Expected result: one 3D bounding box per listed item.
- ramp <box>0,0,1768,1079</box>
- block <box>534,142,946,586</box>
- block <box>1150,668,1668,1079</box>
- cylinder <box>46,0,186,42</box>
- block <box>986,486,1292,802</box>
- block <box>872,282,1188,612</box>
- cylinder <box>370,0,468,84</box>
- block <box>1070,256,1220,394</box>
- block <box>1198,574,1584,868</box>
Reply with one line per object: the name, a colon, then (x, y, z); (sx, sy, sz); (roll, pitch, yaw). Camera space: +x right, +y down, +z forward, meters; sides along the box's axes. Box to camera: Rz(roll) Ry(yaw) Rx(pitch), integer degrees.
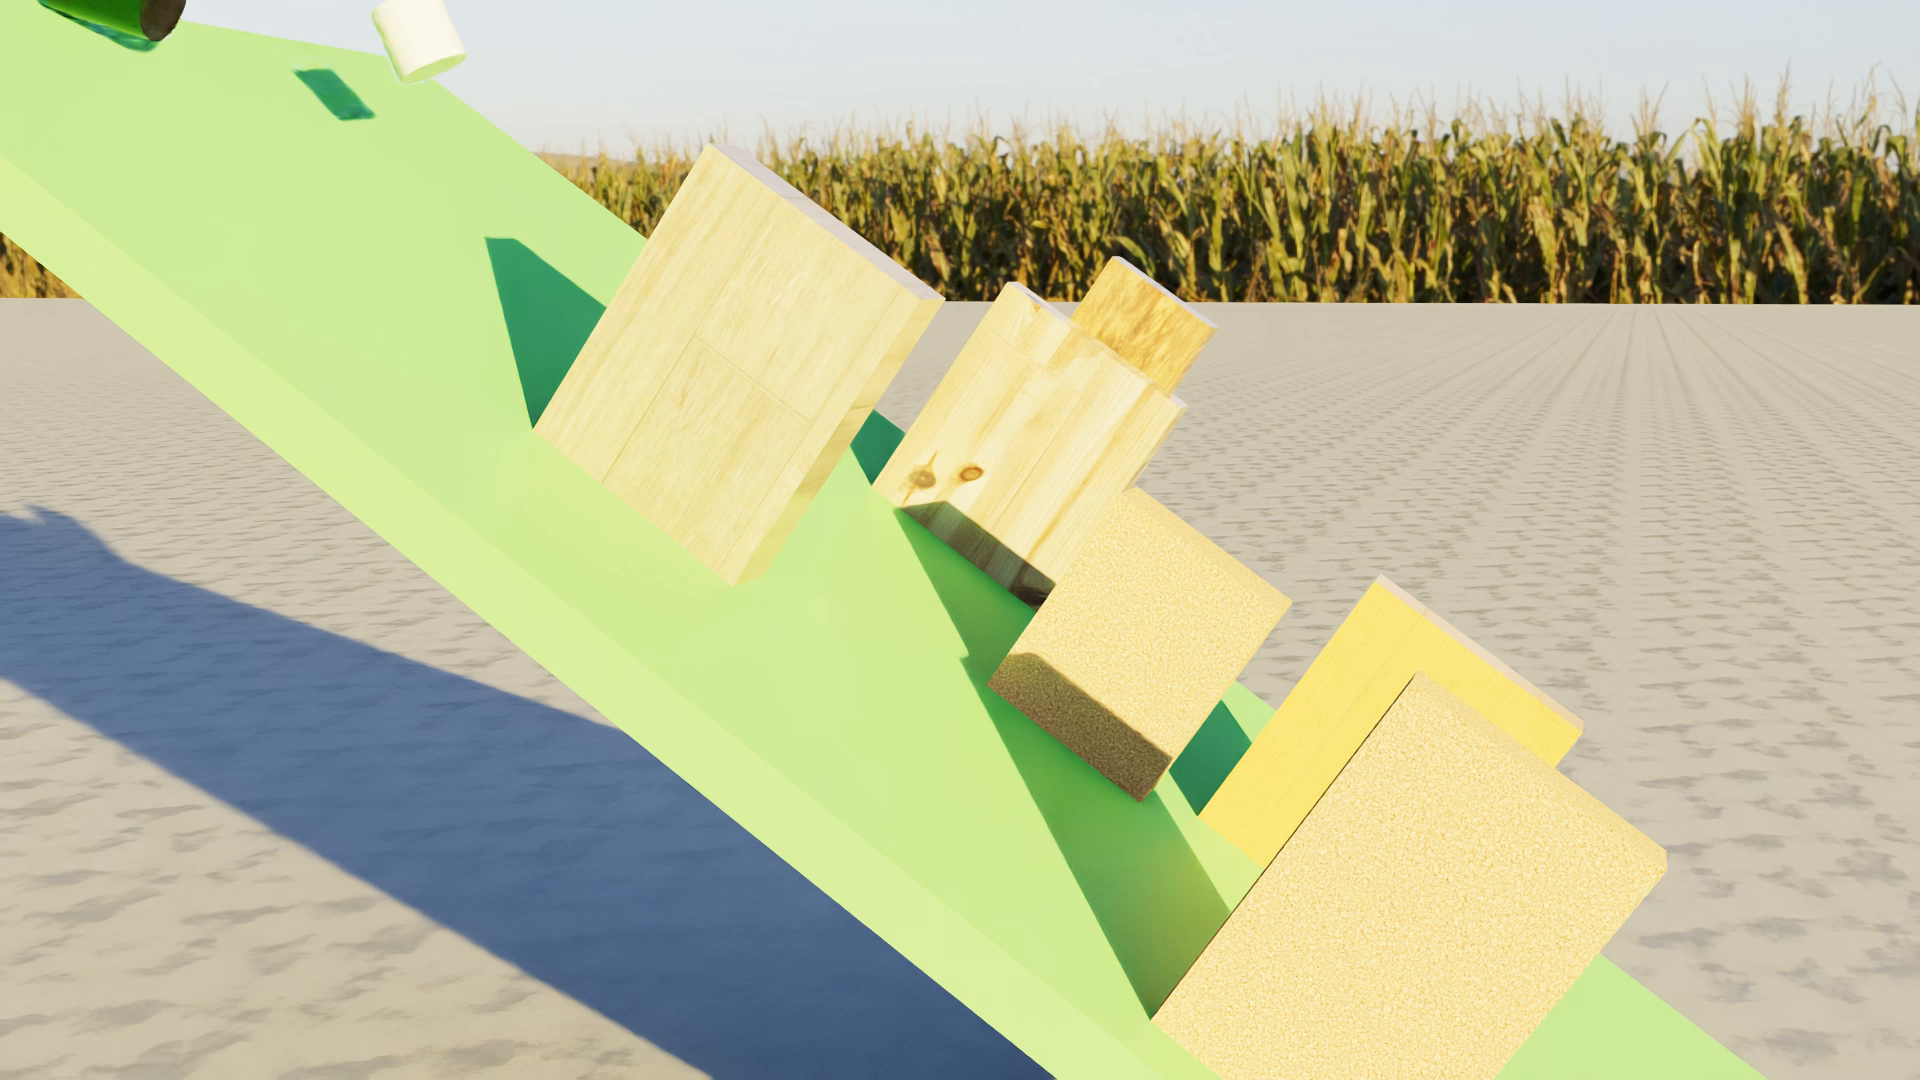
ramp: (-0.097, 0.171, 4.085); (4.000, 0.100, 2.000); (37, 16, 10)
block: (-0.370, -0.289, 3.636); (0.438, 0.572, 0.132); (37, 16, 10)
block: (0.613, 0.551, 3.045); (0.408, 0.617, 0.106); (37, 16, 10)
cylinder: (-1.567, -1.049, 4.089); (0.192, 0.192, 0.192); (18, 8, 2)
block: (0.317, 0.184, 3.904); (0.344, 0.426, 0.134); (37, 16, 10)
block: (0.139, -0.191, 4.499); (0.435, 0.514, 0.085); (37, 16, 10)
cylinder: (-1.041, -0.970, 4.230); (0.138, 0.138, 0.138); (-23, 6, 2)
block: (0.258, -0.266, 4.721); (0.260, 0.646, 0.082); (37, 16, 10)
block: (0.762, 0.411, 3.919); (0.435, 0.541, 0.097); (37, 16, 10)
